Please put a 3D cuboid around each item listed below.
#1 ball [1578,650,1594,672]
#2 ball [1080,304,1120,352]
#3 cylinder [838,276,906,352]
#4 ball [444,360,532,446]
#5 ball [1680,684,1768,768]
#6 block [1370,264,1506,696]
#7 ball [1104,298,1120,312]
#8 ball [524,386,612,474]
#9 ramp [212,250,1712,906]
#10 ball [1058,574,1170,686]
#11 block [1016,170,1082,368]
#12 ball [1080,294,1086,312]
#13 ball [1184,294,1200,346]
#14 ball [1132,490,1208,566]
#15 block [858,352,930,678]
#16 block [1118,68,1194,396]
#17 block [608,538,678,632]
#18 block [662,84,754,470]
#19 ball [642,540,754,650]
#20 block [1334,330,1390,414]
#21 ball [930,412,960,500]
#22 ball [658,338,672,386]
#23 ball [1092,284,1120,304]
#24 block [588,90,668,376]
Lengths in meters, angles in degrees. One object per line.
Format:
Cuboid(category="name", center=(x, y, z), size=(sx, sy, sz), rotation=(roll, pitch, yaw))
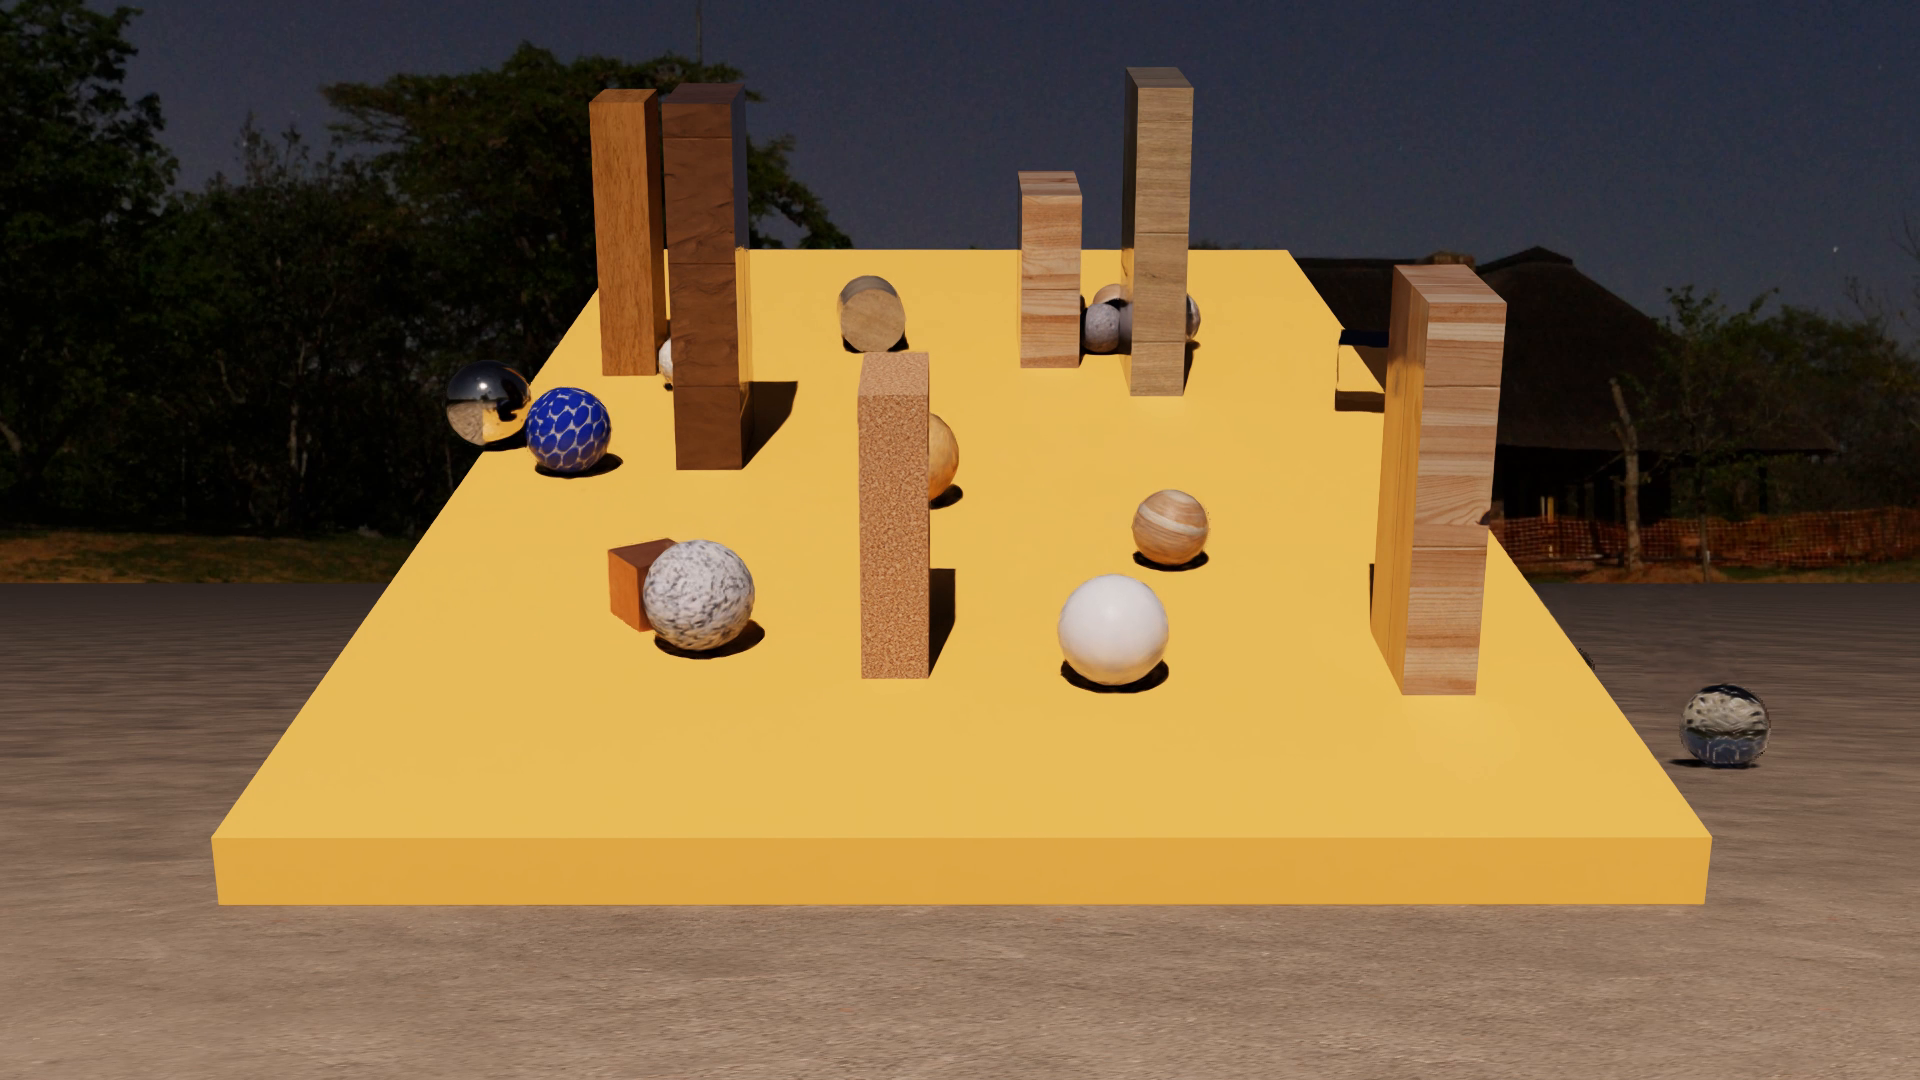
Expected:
Cuboid(category="ball", center=(1.356, 0.299, 5.023), size=(0.116, 0.116, 0.116), rotation=(0, -1, 0))
Cuboid(category="ball", center=(0.347, -0.523, 5.539), size=(0.122, 0.122, 0.122), rotation=(0, -1, 0))
Cuboid(category="cylinder", center=(-0.221, -0.563, 5.595), size=(0.162, 0.162, 0.162), rotation=(0, 18, -6))
Cuboid(category="ball", center=(-0.996, -0.289, 4.742), size=(0.183, 0.183, 0.183), rotation=(0, -1, 0))
Cuboid(category="ball", center=(1.768, 0.430, 5.193), size=(0.193, 0.193, 0.193), rotation=(0, -1, 0))
Cuboid(category="block", center=(0.738, -0.097, 3.495), size=(0.113, 0.616, 0.278), rotation=(0, 19, 0))
Cuboid(category="ball", center=(0.398, -0.552, 5.641), size=(0.113, 0.113, 0.113), rotation=(0, -1, 0))
Cuboid(category="ball", center=(-0.795, -0.224, 4.559), size=(0.175, 0.175, 0.175), rotation=(0, -1, 0))
Cuboid(category="ramp", center=(-0.004, -0.193, 4.903), size=(2.000, 0.100, 4.000), rotation=(0, 19, 0))
Cuboid(category="ball", center=(0.238, 0.139, 3.485), size=(0.174, 0.174, 0.174), rotation=(0, -1, 0))
Cuboid(category="block", center=(0.216, -0.668, 5.509), size=(0.141, 0.416, 0.363), rotation=(0, 19, 0))
Cuboid(category="ball", center=(0.270, -0.599, 5.782), size=(0.111, 0.111, 0.111), rotation=(0, -1, 0))
Cuboid(category="ball", center=(0.520, -0.548, 5.566), size=(0.154, 0.154, 0.154), rotation=(0, -1, 0))
Cuboid(category="ball", center=(0.377, -0.022, 4.022), size=(0.138, 0.138, 0.138), rotation=(0, -1, 0))
Cuboid(category="block", center=(-0.102, -0.043, 3.577), size=(0.106, 0.460, 0.269), rotation=(0, 19, 0))
Cuboid(category="block", center=(0.452, -0.722, 5.226), size=(0.121, 0.700, 0.381), rotation=(0, 19, 0))
Cuboid(category="block", center=(-0.513, 0.075, 3.769), size=(0.113, 0.113, 0.113), rotation=(-12, 22, -31))
Cuboid(category="block", center=(-0.513, -0.545, 4.624), size=(0.135, 0.743, 0.312), rotation=(0, 19, 0))
Cuboid(category="ball", center=(-0.421, 0.089, 3.623), size=(0.180, 0.180, 0.180), rotation=(0, -1, 0))
Cuboid(category="block", center=(0.931, -0.381, 5.073), size=(0.151, 0.151, 0.151), rotation=(4, 19, 11))
Cuboid(category="ball", center=(-0.095, -0.162, 4.359), size=(0.189, 0.189, 0.189), rotation=(0, -1, 0))
Cuboid(category="ball", center=(-0.631, -0.413, 5.191), size=(0.134, 0.134, 0.134), rotation=(0, -1, 0))
Cuboid(category="ball", center=(0.398, -0.595, 5.751), size=(0.123, 0.123, 0.123), rotation=(0, -1, 0))
Cuboid(category="block", center=(-0.785, -0.732, 5.341), size=(0.126, 0.642, 0.243), rotation=(0, 19, 0))
